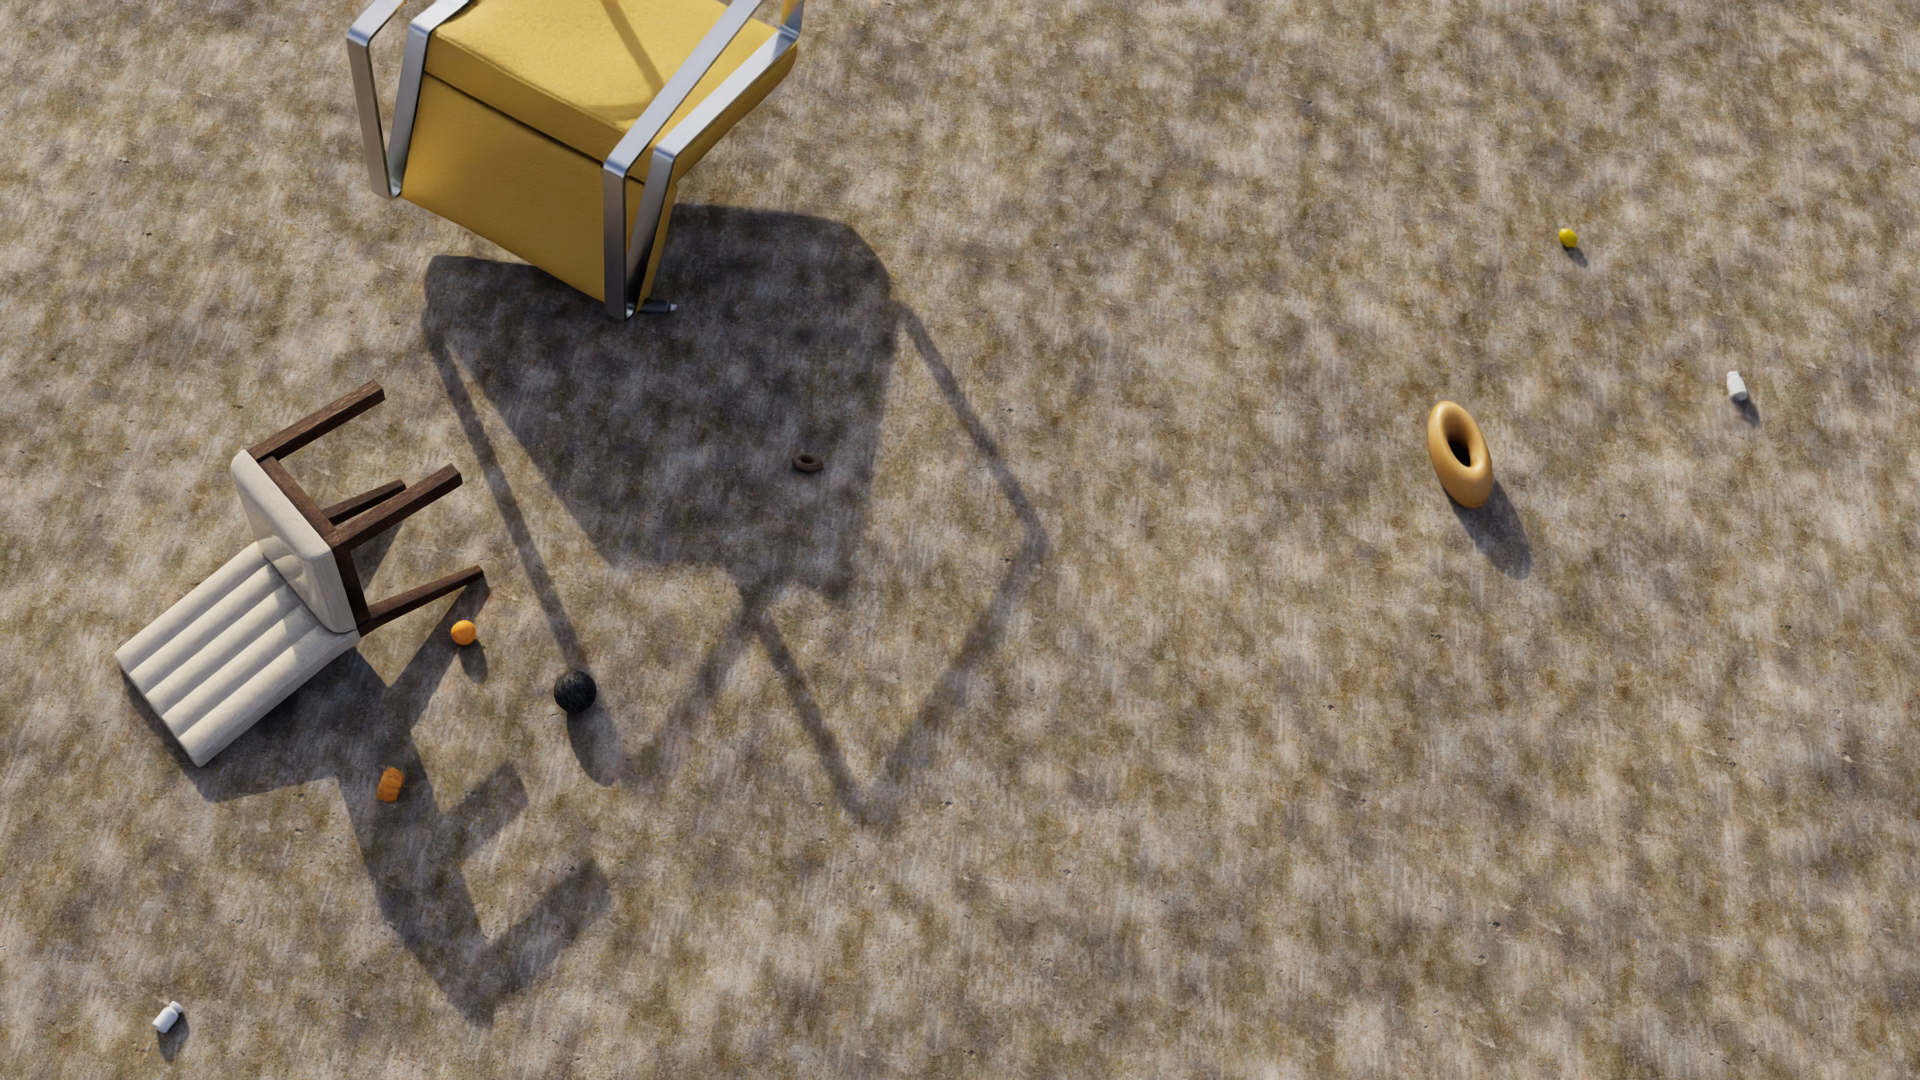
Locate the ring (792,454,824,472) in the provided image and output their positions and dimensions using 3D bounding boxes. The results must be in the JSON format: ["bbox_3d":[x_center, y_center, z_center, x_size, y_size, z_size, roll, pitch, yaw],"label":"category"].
[{"bbox_3d":[-0.465,-0.235,6.711,0.101,0.036,0.053,11,59,8],"label":"ring"}]

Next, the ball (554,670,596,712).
[{"bbox_3d":[-1.088,0.428,6.214,0.120,0.120,0.120,0,56,0],"label":"ball"}]

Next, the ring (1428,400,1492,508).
[{"bbox_3d":[1.516,-0.260,6.673,0.166,0.129,0.385,-10,56,-4],"label":"ring"}]
